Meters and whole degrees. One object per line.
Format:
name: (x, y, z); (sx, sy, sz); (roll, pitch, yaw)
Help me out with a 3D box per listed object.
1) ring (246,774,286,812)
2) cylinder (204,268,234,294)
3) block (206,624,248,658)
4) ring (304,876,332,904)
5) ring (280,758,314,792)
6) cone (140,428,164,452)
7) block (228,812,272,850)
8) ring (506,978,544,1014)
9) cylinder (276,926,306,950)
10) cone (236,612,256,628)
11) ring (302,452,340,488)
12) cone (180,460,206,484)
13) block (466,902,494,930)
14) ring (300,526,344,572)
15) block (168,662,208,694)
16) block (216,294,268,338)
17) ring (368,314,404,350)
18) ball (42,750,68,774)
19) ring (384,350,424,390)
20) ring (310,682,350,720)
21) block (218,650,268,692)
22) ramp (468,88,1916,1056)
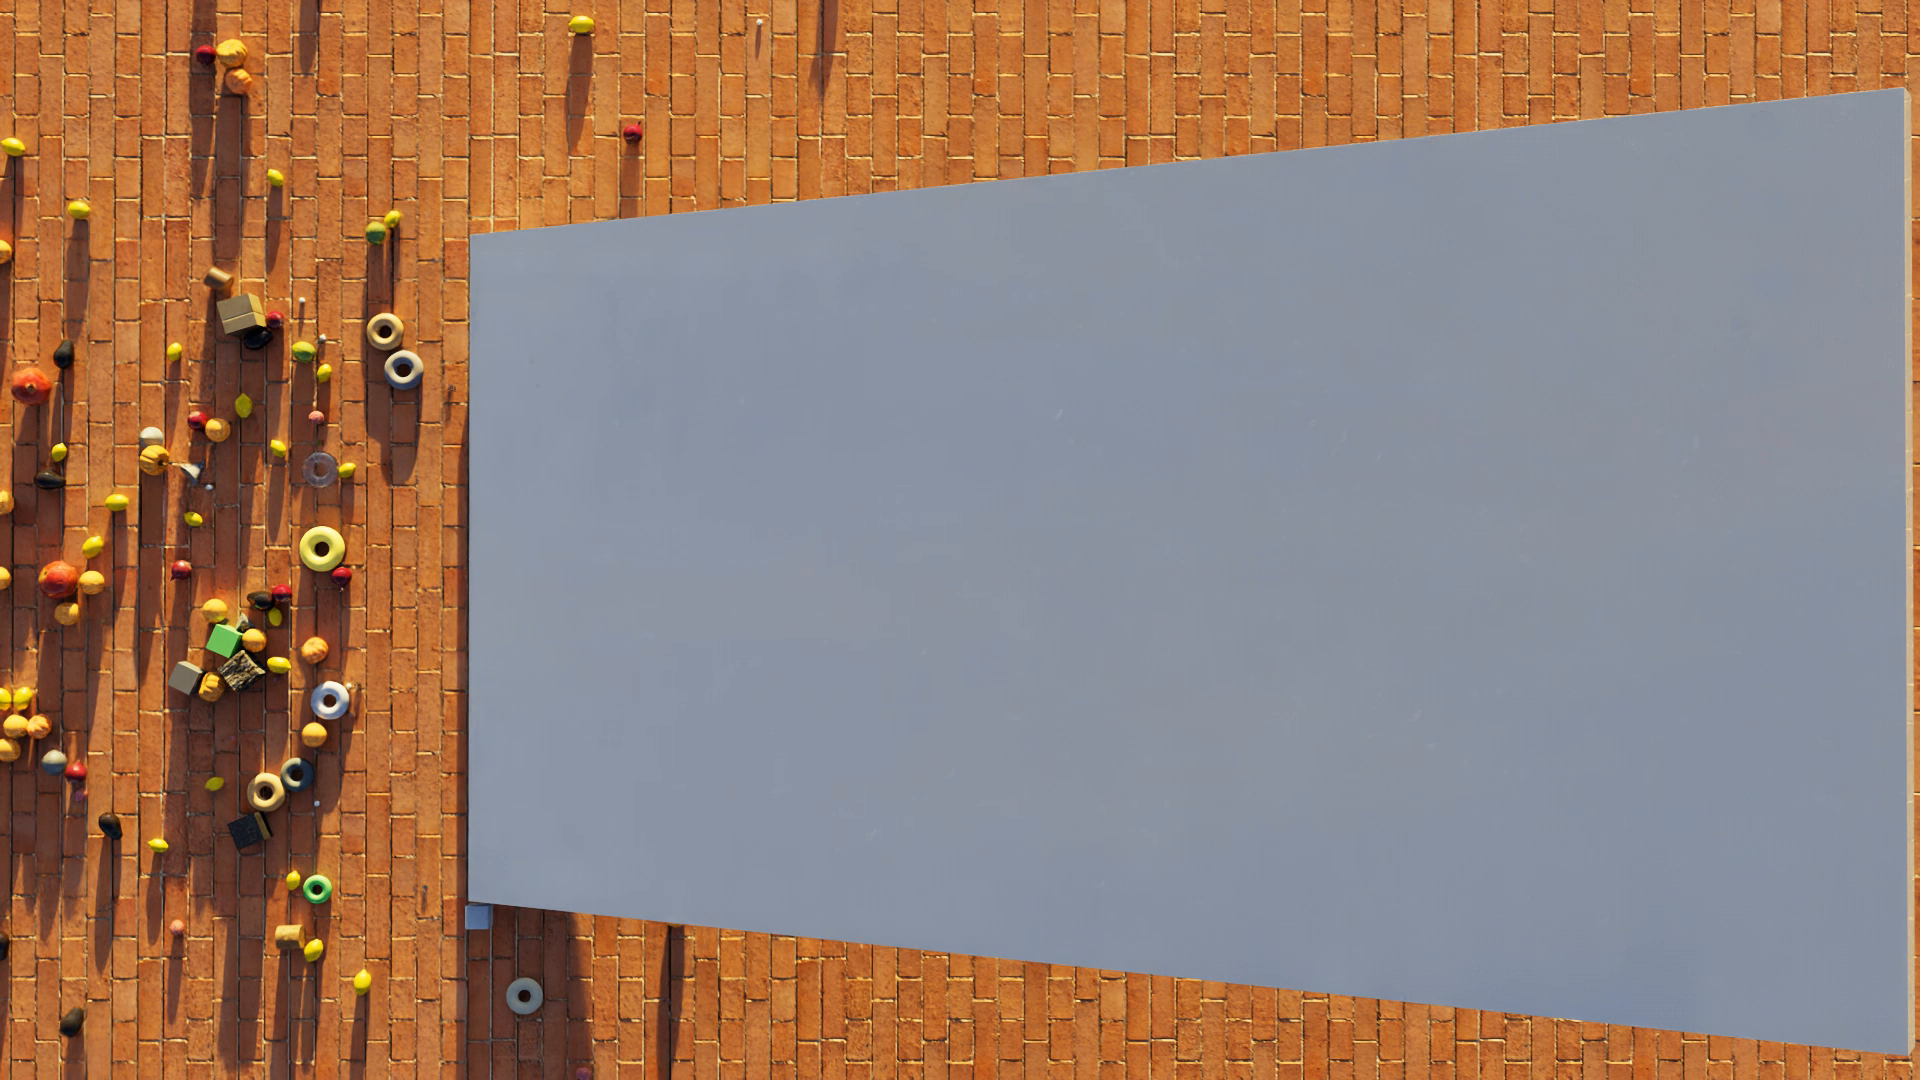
ring: (-2.102, 0.765, 6.663); (0.117, 0.039, 0.117); (0, 91, -1)
cylinder: (-2.246, -0.784, 6.665); (0.062, 0.062, 0.062); (28, 90, 0)
block: (-2.217, 0.305, 6.648); (0.077, 0.077, 0.077); (24, 90, 0)
ring: (-1.947, 1.059, 6.665); (0.087, 0.029, 0.087); (0, 91, 0)
ring: (-2.008, 0.711, 6.665); (0.104, 0.035, 0.104); (0, 90, -1)
cone: (-2.461, -0.307, 6.655); (0.074, 0.074, 0.074); (0, 89, 0)
block: (-2.142, 0.876, 6.637); (0.086, 0.086, 0.086); (-22, 90, 0)
ring: (-1.318, 1.381, 6.658); (0.112, 0.037, 0.112); (0, 89, -1)
cylinder: (-2.022, 1.201, 6.643); (0.070, 0.070, 0.070); (-2, 89, 0)
cone: (-2.162, 0.255, 6.675); (0.053, 0.053, 0.053); (26, 89, -26)
ring: (-1.940, -0.213, 6.672); (0.114, 0.038, 0.114); (0, 89, -1)
cone: (-2.316, -0.220, 6.675); (0.071, 0.071, 0.071); (41, 63, 0)
block: (-1.452, 1.136, 6.644); (0.068, 0.068, 0.068); (0, 89, 0)
ring: (-1.934, 0.027, 6.666); (0.137, 0.046, 0.137); (0, 89, 1)
block: (-2.336, 0.417, 6.648); (0.073, 0.073, 0.073); (26, 90, 0)
block: (-2.169, -0.679, 6.646); (0.099, 0.099, 0.099); (-17, 89, 0)
ring: (-1.744, -0.632, 6.676); (0.114, 0.038, 0.114); (0, 90, 1)
ball: (-2.737, 0.671, 6.647); (0.070, 0.070, 0.070); (0, 89, 0)
ring: (-1.688, -0.515, 6.674); (0.120, 0.040, 0.120); (0, 89, -1)
ring: (-1.909, 0.487, 6.665); (0.116, 0.039, 0.116); (0, 88, 0)
block: (-2.165, 0.395, 6.641); (0.089, 0.089, 0.089); (-38, 90, 0)
ramp: (0.266, 0.073, 5.614); (4.000, 0.100, 2.000); (0, 89, 31)
